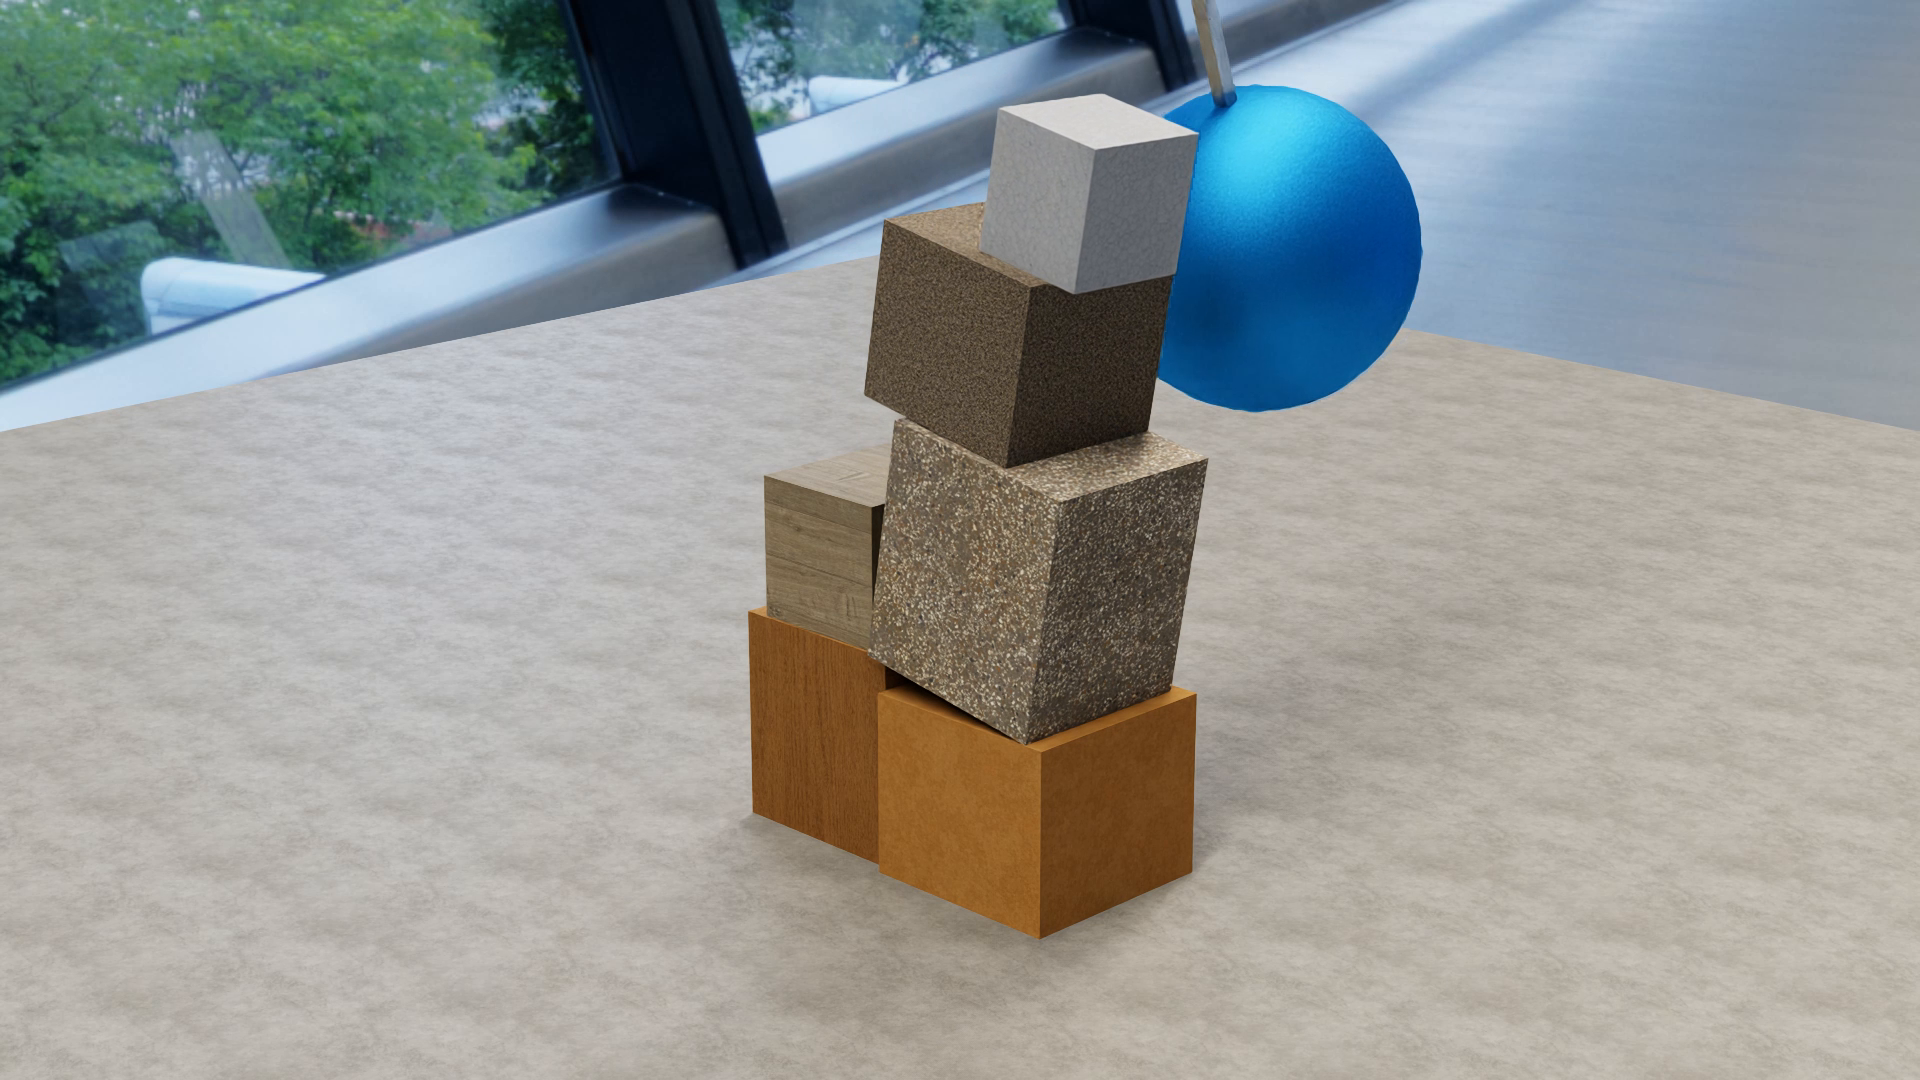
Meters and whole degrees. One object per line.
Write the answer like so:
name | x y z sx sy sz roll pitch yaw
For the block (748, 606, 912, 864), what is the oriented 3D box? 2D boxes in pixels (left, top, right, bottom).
block | -0.352 0.830 13.994 0.896 1.026 0.938 -17 24 -42

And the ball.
ball | 1.467 -1.432 14.429 1.600 1.600 1.600 0 17 0

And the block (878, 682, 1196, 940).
block | 0.348 1.109 13.352 1.019 0.877 1.017 -17 24 -42

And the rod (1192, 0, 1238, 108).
rod | 0.636 -4.226 12.680 0.080 5.200 0.080 17 44 42

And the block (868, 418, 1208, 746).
block | 0.333 0.081 13.000 0.948 1.148 1.001 -17 33 -42

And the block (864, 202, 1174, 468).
block | 0.253 -0.931 12.804 0.888 0.820 0.906 -16 33 -41

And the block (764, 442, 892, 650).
block | -0.370 0.021 13.709 0.797 0.688 0.725 -17 24 -42

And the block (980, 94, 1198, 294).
block | 0.537 -1.459 12.292 0.610 0.623 0.577 -15 33 -41
